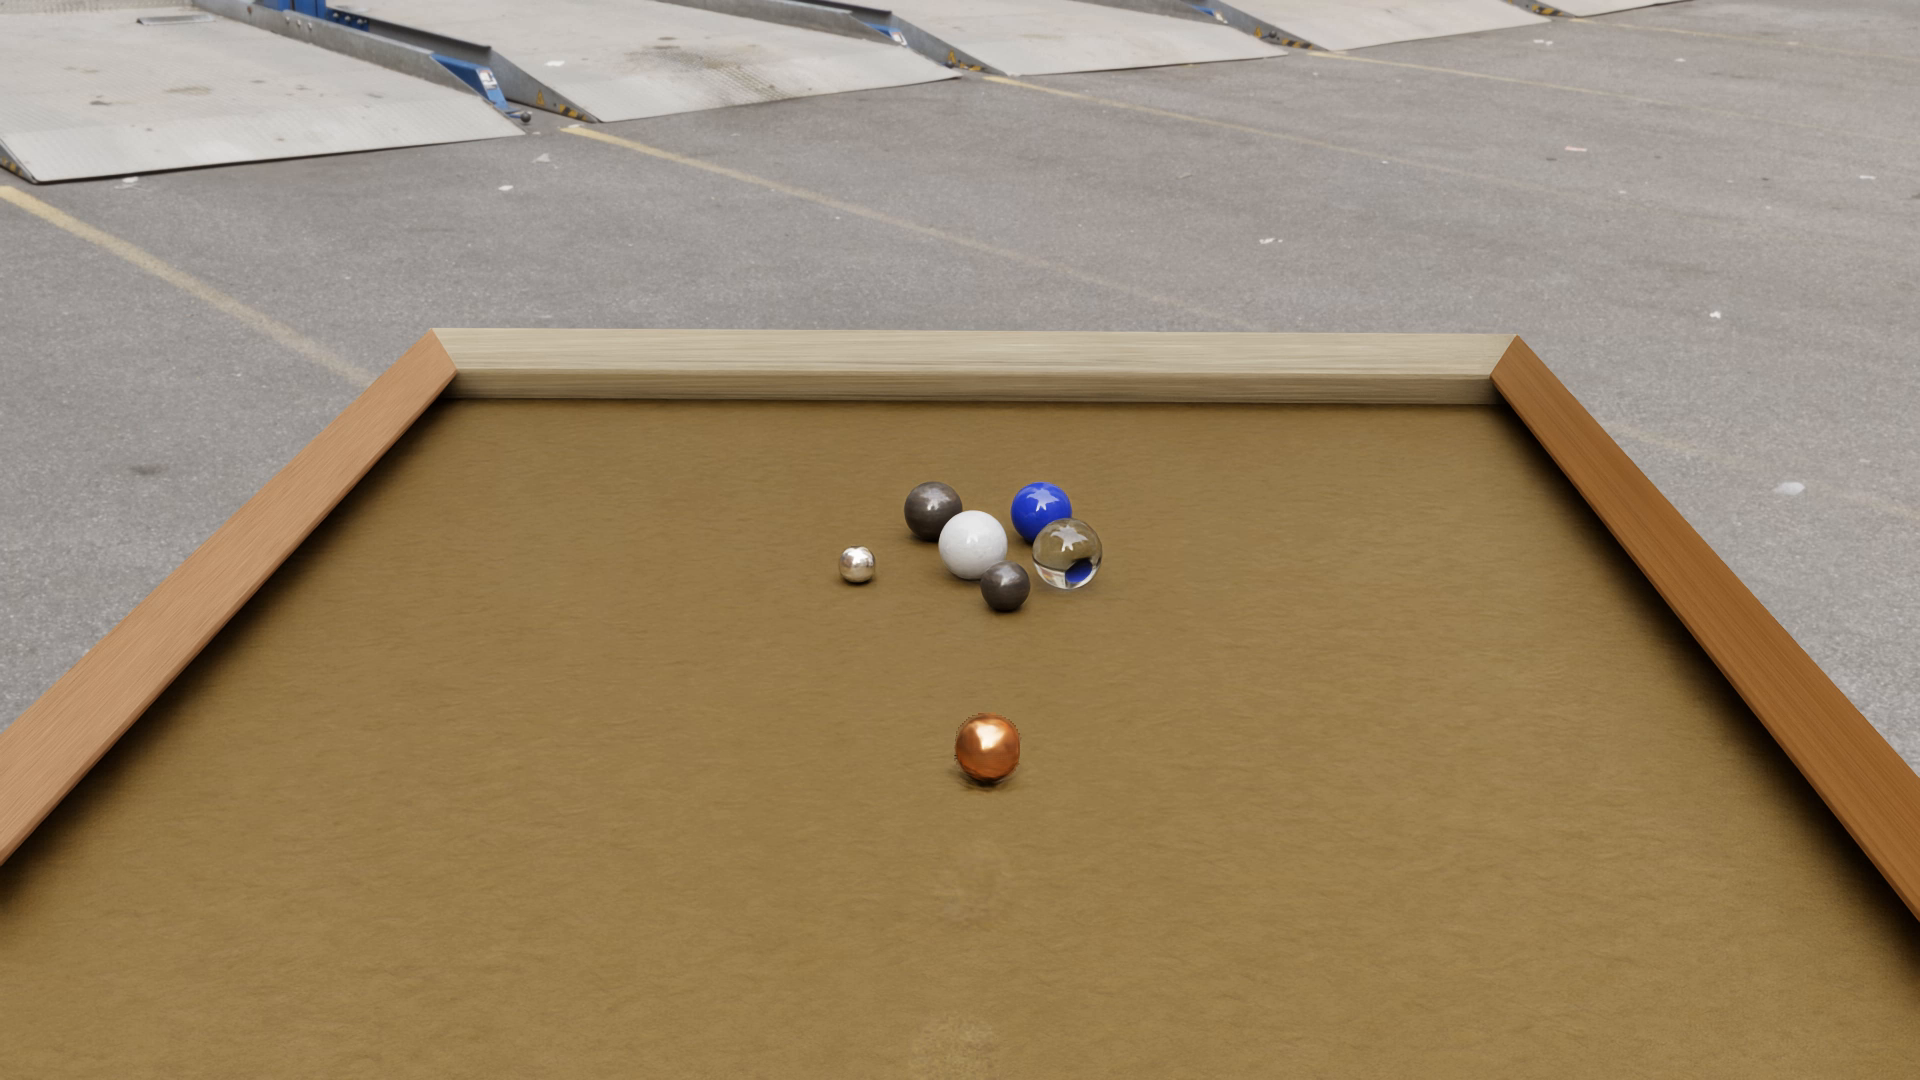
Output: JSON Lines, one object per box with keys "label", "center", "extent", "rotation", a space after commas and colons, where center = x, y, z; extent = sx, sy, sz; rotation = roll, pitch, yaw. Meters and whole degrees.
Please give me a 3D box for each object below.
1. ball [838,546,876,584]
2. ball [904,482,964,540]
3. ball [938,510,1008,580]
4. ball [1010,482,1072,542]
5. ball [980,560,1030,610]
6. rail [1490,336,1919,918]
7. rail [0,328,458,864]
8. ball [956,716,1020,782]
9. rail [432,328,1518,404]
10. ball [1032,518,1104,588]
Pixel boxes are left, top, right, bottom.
{"label": "ball", "center": [-0.114, 0.027, 2.445], "extent": [0.042, 0.042, 0.042], "rotation": [0, 19, 0]}
{"label": "ball", "center": [-0.031, -0.034, 2.579], "extent": [0.069, 0.069, 0.069], "rotation": [0, 19, 0]}
{"label": "ball", "center": [0.015, 0.006, 2.451], "extent": [0.078, 0.078, 0.078], "rotation": [0, 19, 0]}
{"label": "ball", "center": [0.095, -0.032, 2.568], "extent": [0.072, 0.072, 0.072], "rotation": [0, 19, 0]}
{"label": "ball", "center": [0.049, 0.049, 2.363], "extent": [0.054, 0.054, 0.054], "rotation": [0, 19, 0]}
{"label": "rail", "center": [0.735, 0.220, 1.794], "extent": [0.045, 0.102, 2.833], "rotation": [0, 19, 1]}
{"label": "rail", "center": [-0.768, 0.208, 1.827], "extent": [0.045, 0.102, 2.833], "rotation": [0, 19, 1]}
{"label": "ball", "center": [0.025, 0.186, 1.961], "extent": [0.058, 0.058, 0.058], "rotation": [0, 19, 0]}
{"label": "rail", "center": [0.016, -0.242, 3.127], "extent": [1.550, 0.102, 0.045], "rotation": [0, 19, 1]}
{"label": "ball", "center": [0.118, 0.015, 2.424], "extent": [0.078, 0.078, 0.078], "rotation": [0, 19, 0]}
